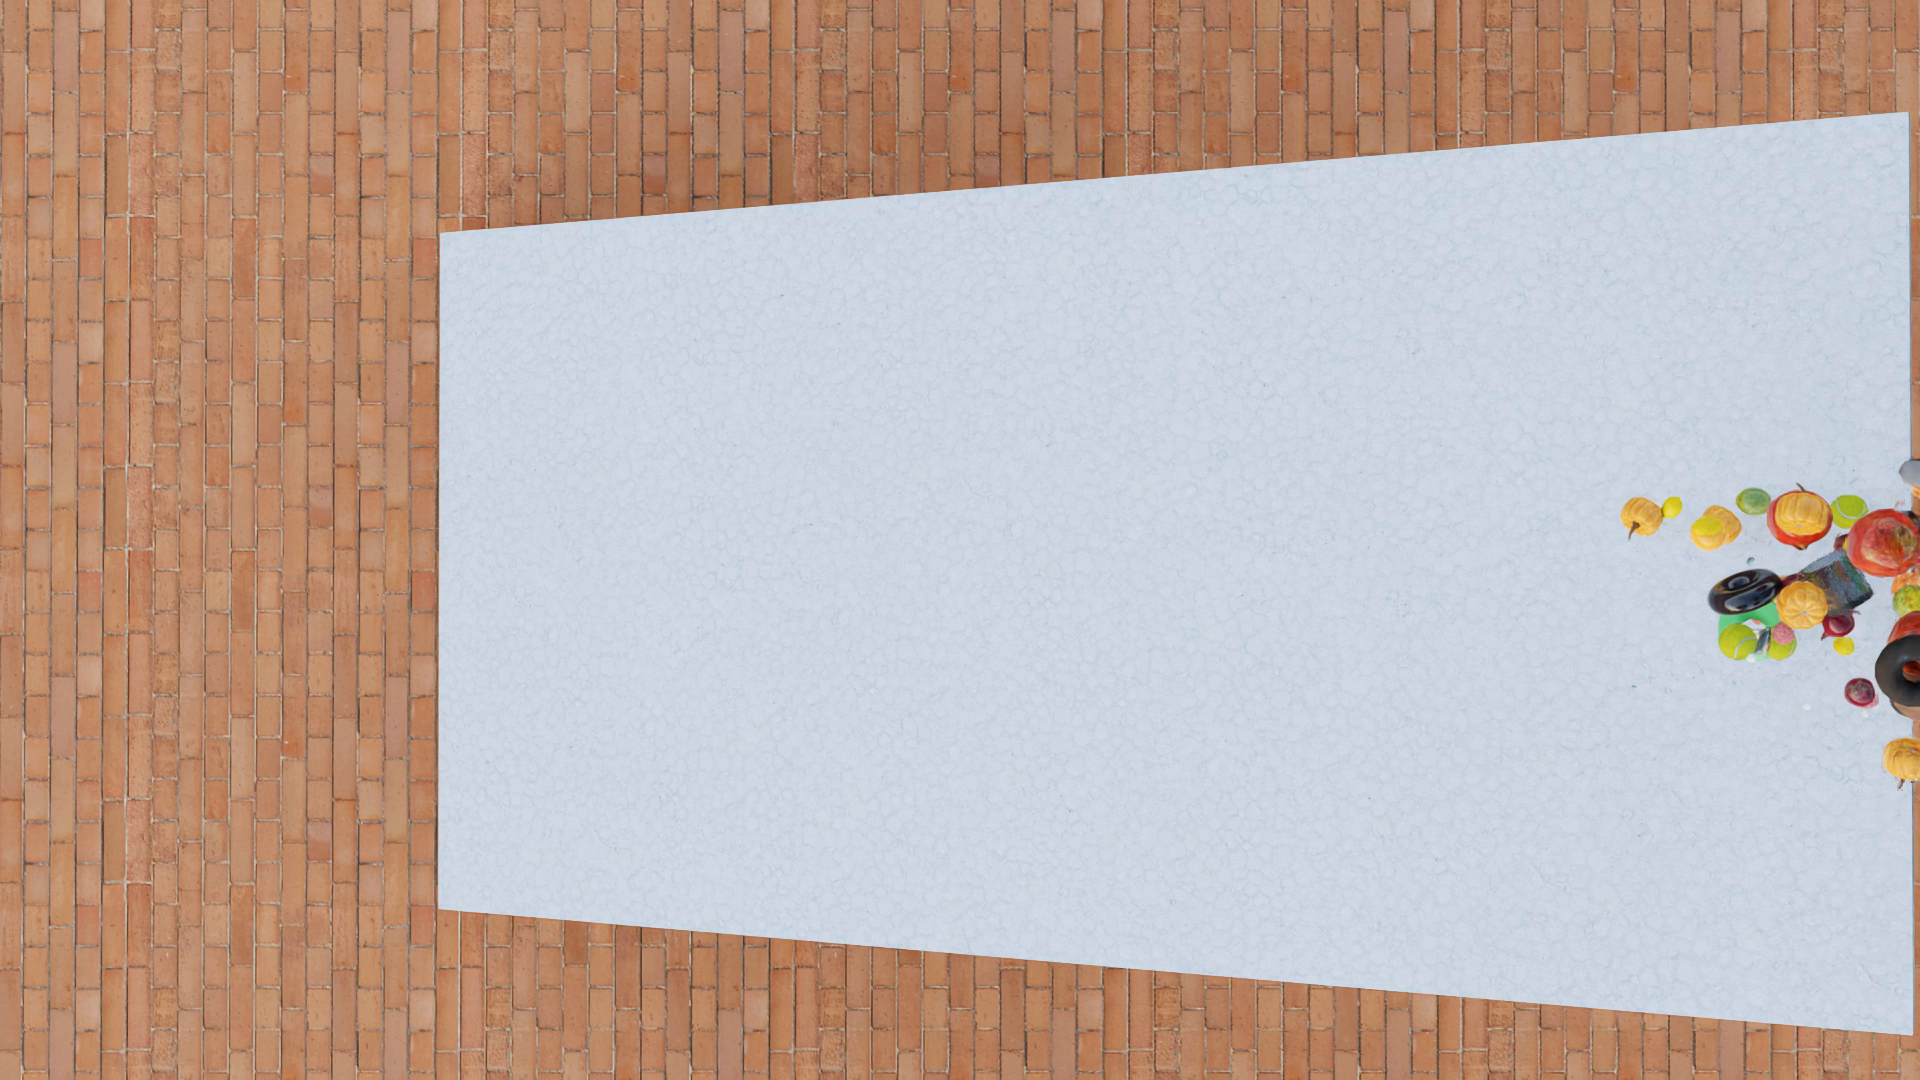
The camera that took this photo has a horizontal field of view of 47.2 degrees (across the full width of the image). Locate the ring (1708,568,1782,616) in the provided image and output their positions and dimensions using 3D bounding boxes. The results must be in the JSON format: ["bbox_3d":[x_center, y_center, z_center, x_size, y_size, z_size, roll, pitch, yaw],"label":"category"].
[{"bbox_3d":[1.530,0.101,4.290,0.143,0.143,0.048,-25,101,0],"label":"ring"}]

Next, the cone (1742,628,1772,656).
[{"bbox_3d":[1.538,0.182,4.208,0.057,0.057,0.057,9,53,-13],"label":"cone"}]

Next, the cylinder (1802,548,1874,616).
[{"bbox_3d":[1.653,0.079,4.141,0.093,0.093,0.093,-30,91,0],"label":"cylinder"}]

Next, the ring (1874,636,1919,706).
[{"bbox_3d":[1.582,0.217,3.640,0.125,0.042,0.125,5,110,15],"label":"ring"}]

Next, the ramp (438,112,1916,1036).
[{"bbox_3d":[0.281,0.081,5.679,4.000,0.100,2.000,0,89,26],"label":"ramp"}]

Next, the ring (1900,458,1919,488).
[{"bbox_3d":[1.464,-0.096,3.276,0.120,0.120,0.040,5,99,0],"label":"ring"}]

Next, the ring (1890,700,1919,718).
[{"bbox_3d":[1.917,0.318,4.398,0.109,0.109,0.036,-19,117,0],"label":"ring"}]

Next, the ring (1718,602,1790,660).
[{"bbox_3d":[1.630,0.182,4.517,0.140,0.047,0.140,-6,66,14],"label":"ring"}]
